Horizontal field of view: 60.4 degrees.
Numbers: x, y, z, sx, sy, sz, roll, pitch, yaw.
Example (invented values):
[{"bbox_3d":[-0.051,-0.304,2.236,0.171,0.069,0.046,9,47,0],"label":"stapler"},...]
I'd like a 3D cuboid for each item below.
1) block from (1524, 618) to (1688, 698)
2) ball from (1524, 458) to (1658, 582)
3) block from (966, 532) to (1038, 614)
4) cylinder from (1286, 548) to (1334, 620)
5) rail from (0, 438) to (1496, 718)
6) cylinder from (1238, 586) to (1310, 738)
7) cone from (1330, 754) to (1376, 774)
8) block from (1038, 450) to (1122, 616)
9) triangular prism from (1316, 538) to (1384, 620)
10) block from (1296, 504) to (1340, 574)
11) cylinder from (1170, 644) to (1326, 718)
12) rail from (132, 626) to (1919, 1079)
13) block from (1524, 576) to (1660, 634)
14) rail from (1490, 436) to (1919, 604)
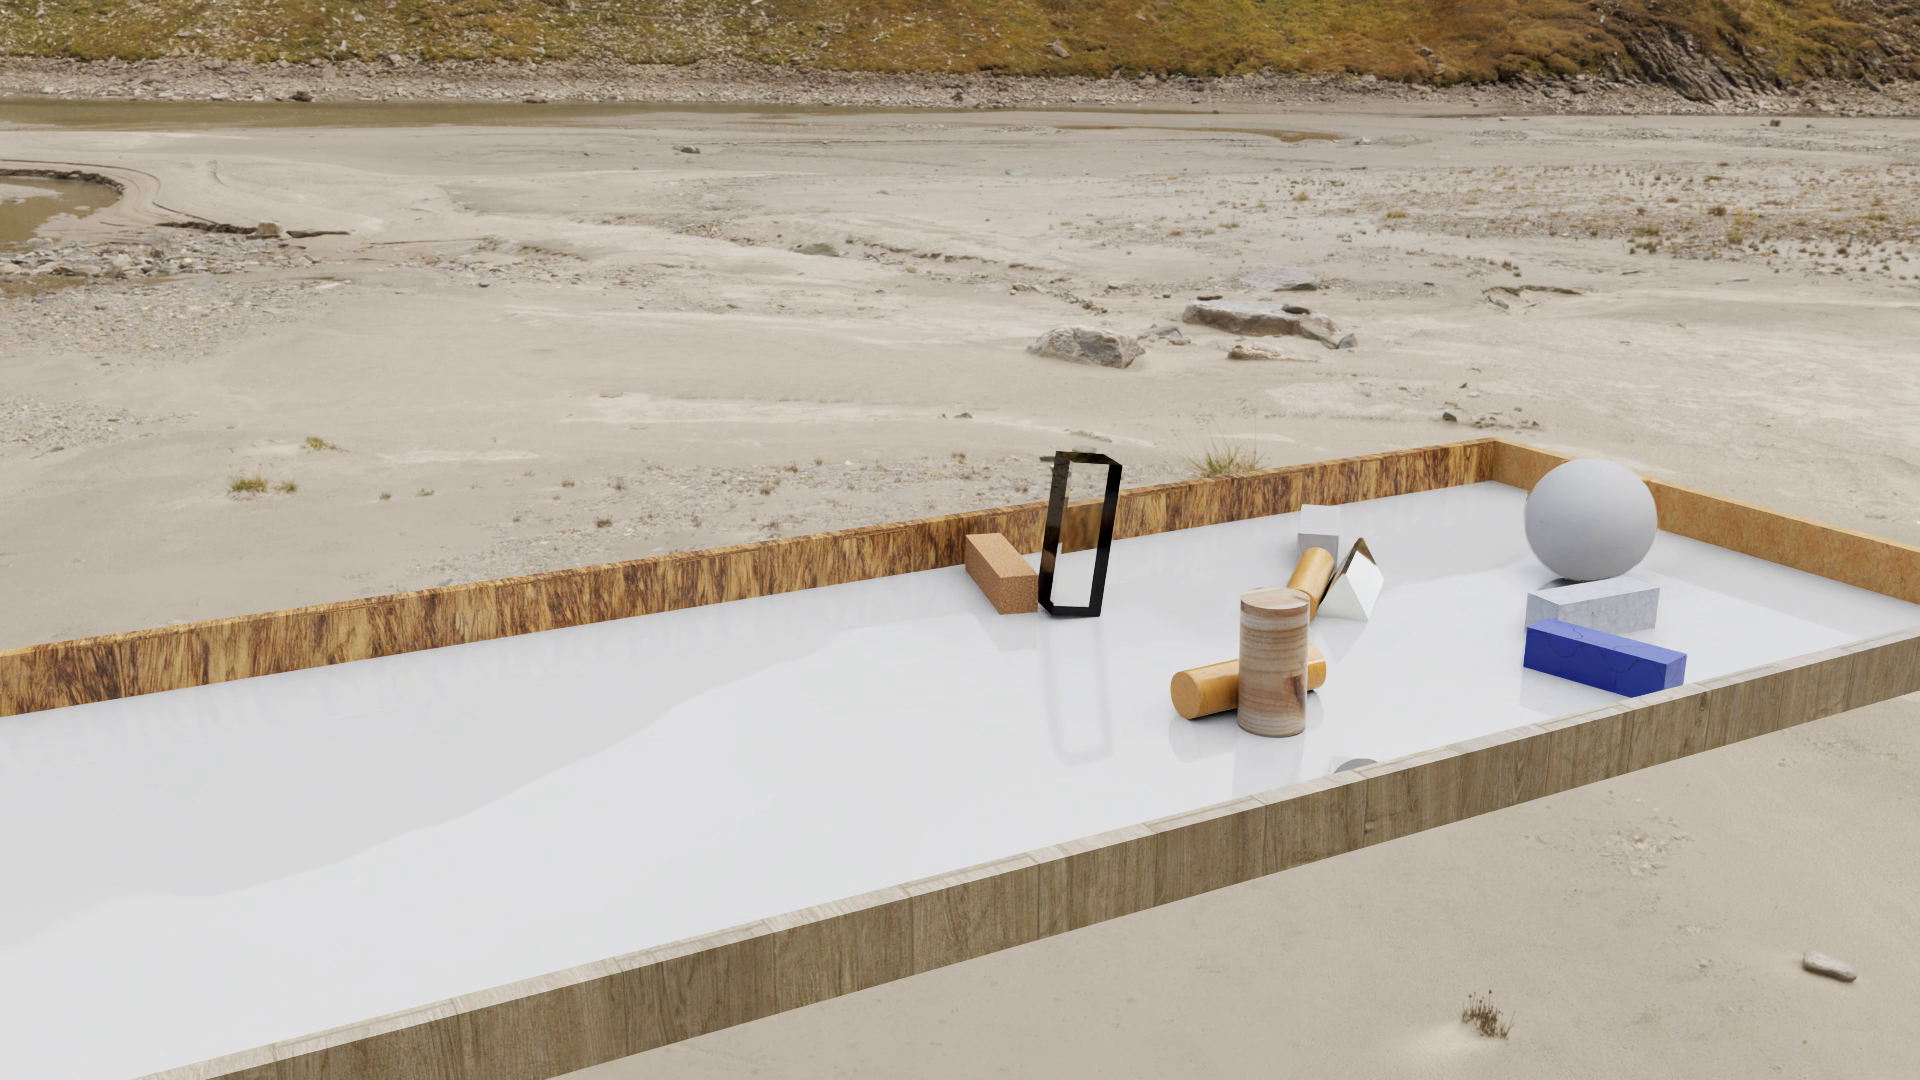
[{"bbox_3d":[1.612,0.302,4.135,0.108,0.108,0.365,-14,22,-40],"label":"block"},{"bbox_3d":[1.873,-0.060,4.903,0.370,0.370,0.370,0,16,0],"label":"ball"},{"bbox_3d":[0.118,0.094,4.839,0.110,0.110,0.436,-4,17,-12],"label":"block"},{"bbox_3d":[0.995,0.129,4.727,0.106,0.106,0.424,5,17,18],"label":"cylinder"},{"bbox_3d":[-3.305,0.497,3.399,12.000,0.150,0.050,-9,18,-27],"label":"rail"},{"bbox_3d":[0.728,0.282,3.832,0.158,0.313,0.158,-2,17,0],"label":"cylinder"},{"bbox_3d":[0.829,0.498,3.538,0.141,0.141,0.355,1,5,3],"label":"cone"},{"bbox_3d":[0.330,-0.017,4.613,0.144,0.436,0.144,3,15,-18],"label":"block"},{"bbox_3d":[1.129,0.104,4.760,0.149,0.129,0.386,6,17,19],"label":"triangular prism"},{"bbox_3d":[1.121,-0.005,5.156,0.122,0.122,0.345,4,17,13],"label":"block"},{"bbox_3d":[0.701,0.340,3.995,0.389,0.114,0.114,-9,19,-28],"label":"cylinder"},{"bbox_3d":[-2.336,1.006,1.665,12.000,0.150,0.050,-9,18,-27],"label":"rail"},{"bbox_3d":[1.723,0.192,4.496,0.358,0.117,0.117,-7,18,-23],"label":"block"},{"bbox_3d":[2.466,-0.048,5.253,0.050,0.150,2.100,-9,18,-27],"label":"rail"}]
